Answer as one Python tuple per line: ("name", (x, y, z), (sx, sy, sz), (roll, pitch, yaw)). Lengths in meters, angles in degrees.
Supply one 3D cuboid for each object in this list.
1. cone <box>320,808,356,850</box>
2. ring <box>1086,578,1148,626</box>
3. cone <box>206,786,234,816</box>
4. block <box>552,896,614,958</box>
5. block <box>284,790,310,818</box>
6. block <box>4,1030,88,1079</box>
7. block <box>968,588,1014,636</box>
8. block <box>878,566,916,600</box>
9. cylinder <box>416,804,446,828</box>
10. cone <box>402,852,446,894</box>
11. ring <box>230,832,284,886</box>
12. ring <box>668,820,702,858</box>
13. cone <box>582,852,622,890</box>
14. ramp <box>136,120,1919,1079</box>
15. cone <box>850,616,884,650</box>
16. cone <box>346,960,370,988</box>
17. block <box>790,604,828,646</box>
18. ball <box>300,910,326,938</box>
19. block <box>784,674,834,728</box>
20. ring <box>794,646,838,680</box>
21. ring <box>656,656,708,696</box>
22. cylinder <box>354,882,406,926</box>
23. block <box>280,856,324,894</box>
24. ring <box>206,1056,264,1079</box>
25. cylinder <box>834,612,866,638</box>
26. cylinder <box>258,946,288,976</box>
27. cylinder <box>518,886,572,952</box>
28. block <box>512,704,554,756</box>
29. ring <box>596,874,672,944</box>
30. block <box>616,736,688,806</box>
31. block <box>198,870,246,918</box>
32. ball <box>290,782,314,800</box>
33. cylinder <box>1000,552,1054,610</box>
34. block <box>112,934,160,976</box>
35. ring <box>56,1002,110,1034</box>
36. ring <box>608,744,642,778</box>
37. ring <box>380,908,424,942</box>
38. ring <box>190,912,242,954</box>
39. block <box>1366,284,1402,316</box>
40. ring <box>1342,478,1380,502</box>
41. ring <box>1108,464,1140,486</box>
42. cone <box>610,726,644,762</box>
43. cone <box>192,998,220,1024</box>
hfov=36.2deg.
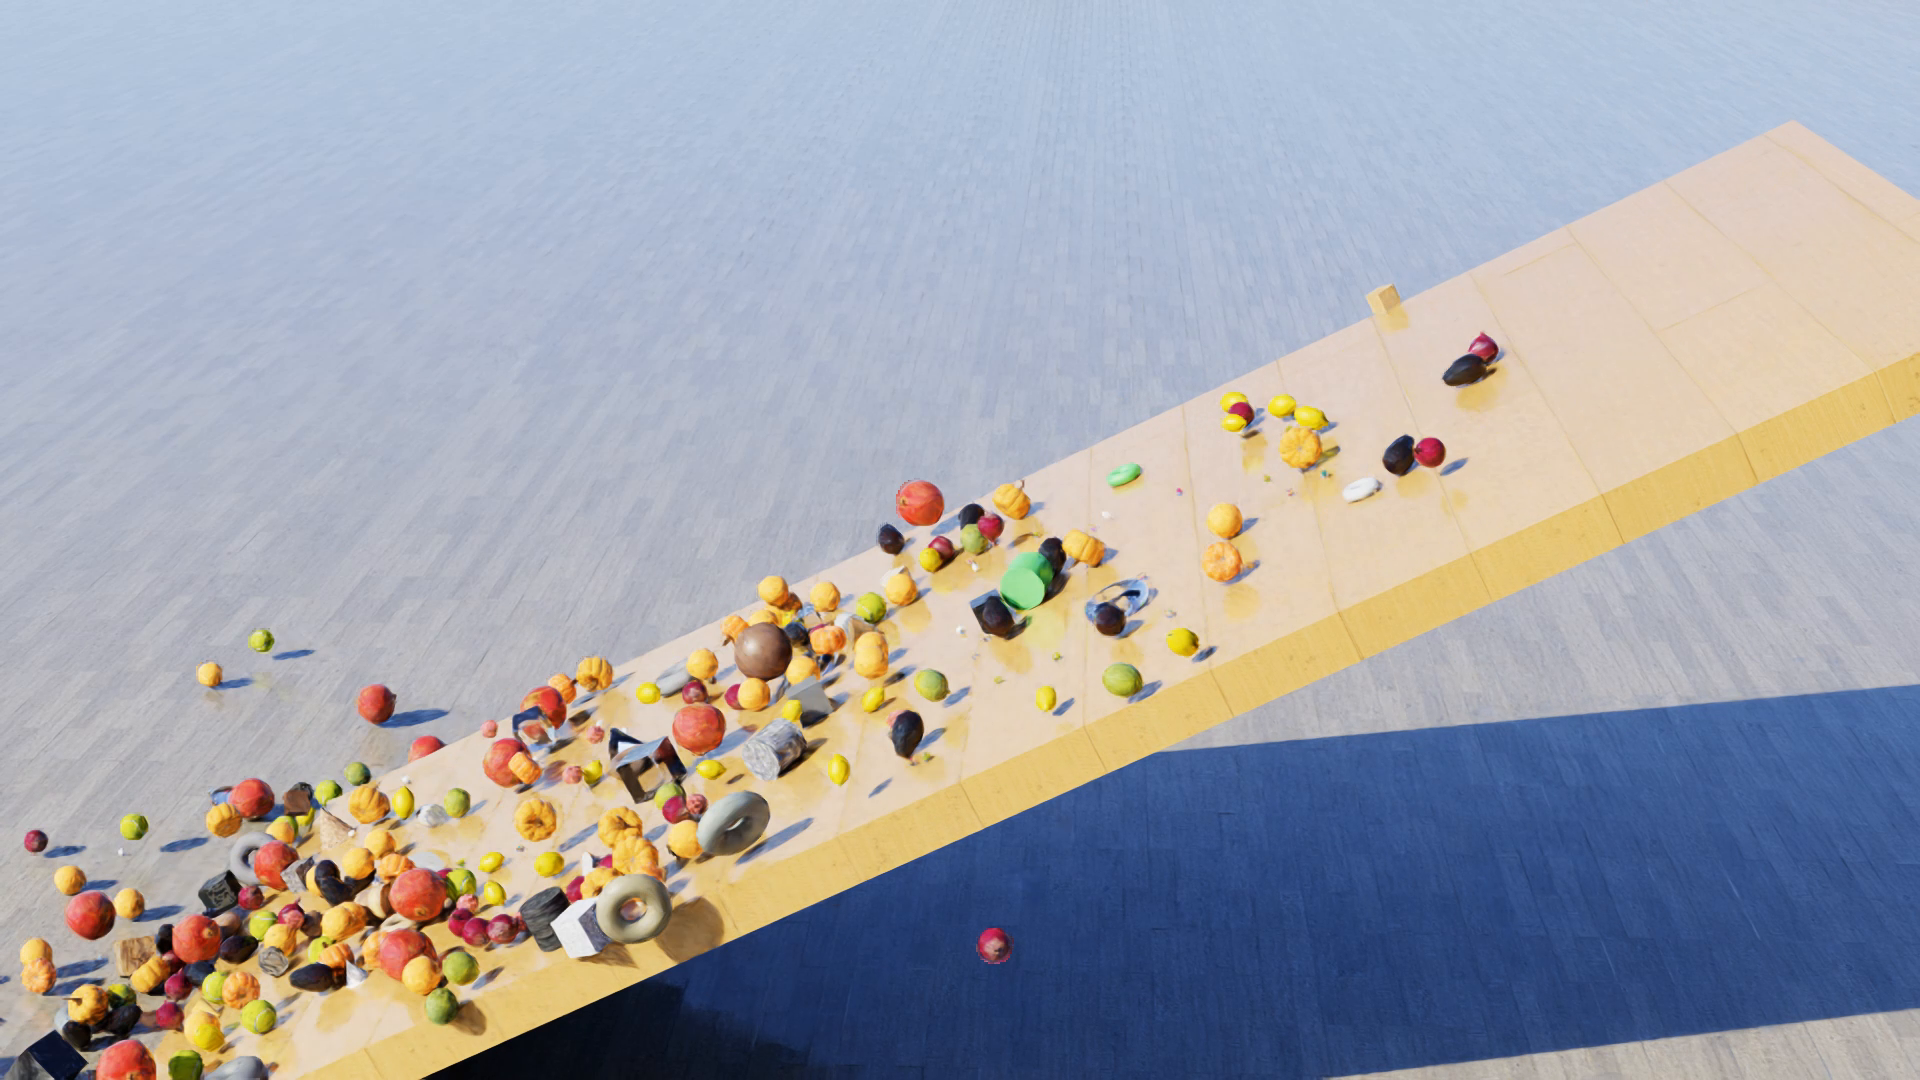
("cone", (-1.524, 0.685, 7.114), (0.095, 0.095, 0.095), (-26, 13, 7))
("ring", (0.310, 0.122, 5.811), (0.137, 0.046, 0.137), (-26, 15, 7))
("cone", (-1.931, 0.685, 7.690), (0.072, 0.072, 0.072), (-7, 4, 0))
("block", (-0.690, 0.716, 5.440), (0.077, 0.077, 0.077), (-15, 18, 41))
("block", (-1.680, 0.668, 7.449), (0.055, 0.055, 0.055), (-2, -19, -23))
("block", (-1.911, 1.108, 6.147), (0.099, 0.099, 0.099), (44, 25, 4))
("block", (0.065, 0.150, 6.129), (0.066, 0.066, 0.066), (-27, 13, -1))
("block", (-0.144, 0.098, 6.754), (0.052, 0.052, 0.052), (-18, 16, 33))
("cylinder", (-1.223, 0.637, 6.805), (0.051, 0.051, 0.051), (-13, -3, -37))
("cone", (-1.163, 0.727, 6.352), (0.092, 0.092, 0.092), (-6, -16, -19))
("ring", (-1.673, 0.759, 6.999), (0.133, 0.133, 0.044), (1, -6, 2))
("ring", (-0.519, 0.578, 5.716), (0.109, 0.036, 0.109), (-27, 14, 7))
("cone", (-0.700, 0.648, 5.806), (0.075, 0.075, 0.075), (-4, 16, -26))
("ramp", (0.138, 0.168, 6.281), (4.000, 0.100, 2.000), (-25, 14, 10))
("cone", (-0.203, 0.205, 6.507), (0.075, 0.075, 0.075), (-2, 16, -10))
("cone", (-1.230, 0.870, 5.951), (0.054, 0.054, 0.054), (-26, 13, 7))
("block", (-0.349, 0.195, 6.758), (0.064, 0.064, 0.064), (-27, 13, 2))
("ball", (-1.409, 0.837, 6.407), (0.058, 0.058, 0.058), (0, 16, 0))
("block", (-0.316, 0.337, 6.146), (0.073, 0.073, 0.073), (-28, 13, -5))
("ring", (-0.318, 0.271, 6.464), (0.109, 0.036, 0.109), (-24, 21, 10))
("ring", (-0.655, 0.320, 6.918), (0.139, 0.046, 0.139), (-29, 12, 7))
("cylinder", (-1.233, 0.776, 6.254), (0.079, 0.079, 0.079), (-19, 5, 32))
("block", (-1.533, 0.782, 6.852), (0.058, 0.058, 0.058), (-16, 18, 40))
("ring", (-1.403, 1.043, 5.654), (0.141, 0.047, 0.141), (-26, 15, 7))
("cylinder", (-0.245, 0.193, 6.584), (0.057, 0.057, 0.057), (-7, 6, -21))
("cylinder", (-1.466, 0.899, 6.277), (0.057, 0.057, 0.057), (-6, 3, -19))
("cylinder", (-0.773, 0.717, 5.565), (0.090, 0.090, 0.090), (-26, 13, 7))
("block", (-1.004, 0.446, 6.910), (0.072, 0.072, 0.072), (-24, 31, 7))
("ring", (-0.593, 0.671, 5.349), (0.140, 0.140, 0.047), (-4, 21, -12))
("block", (-0.649, 0.485, 6.191), (0.092, 0.092, 0.092), (-21, 15, 23))
("block", (-1.773, 0.848, 7.058), (0.071, 0.071, 0.071), (-28, 14, 9))
("ball", (-1.740, 0.670, 7.775), (0.062, 0.062, 0.062), (0, 16, 0))
("cylinder", (0.140, 0.085, 6.166), (0.095, 0.095, 0.095), (4, 22, 13))
("block", (-1.889, 0.952, 6.742), (0.080, 0.080, 0.080), (-8, -4, -26))
("ring", (-1.940, 1.057, 6.504), (0.118, 0.039, 0.118), (2, 17, -1))
("ring", (-0.720, 0.484, 6.450), (0.113, 0.038, 0.113), (-26, 14, 7))
("ring", (-1.159, 0.800, 6.113), (0.100, 0.033, 0.100), (-19, 16, 6))
("ring", (-1.714, 0.905, 6.773), (0.131, 0.044, 0.131), (-27, 14, 7))
("block", (1.016, -0.576, 7.049), (0.052, 0.052, 0.052), (-33, 15, -23))
("ring", (0.786, -0.099, 5.766), (0.077, 0.026, 0.077), (-24, 14, 7))
("ring", (0.375, -0.150, 6.739), (0.083, 0.028, 0.083), (-24, 14, 6))
("cone", (-0.737, 0.459, 6.578), (0.082, 0.082, 0.082), (1, 16, 2))
("cone", (-1.581, 0.999, 6.203), (0.054, 0.054, 0.054), (9, 19, 22))
